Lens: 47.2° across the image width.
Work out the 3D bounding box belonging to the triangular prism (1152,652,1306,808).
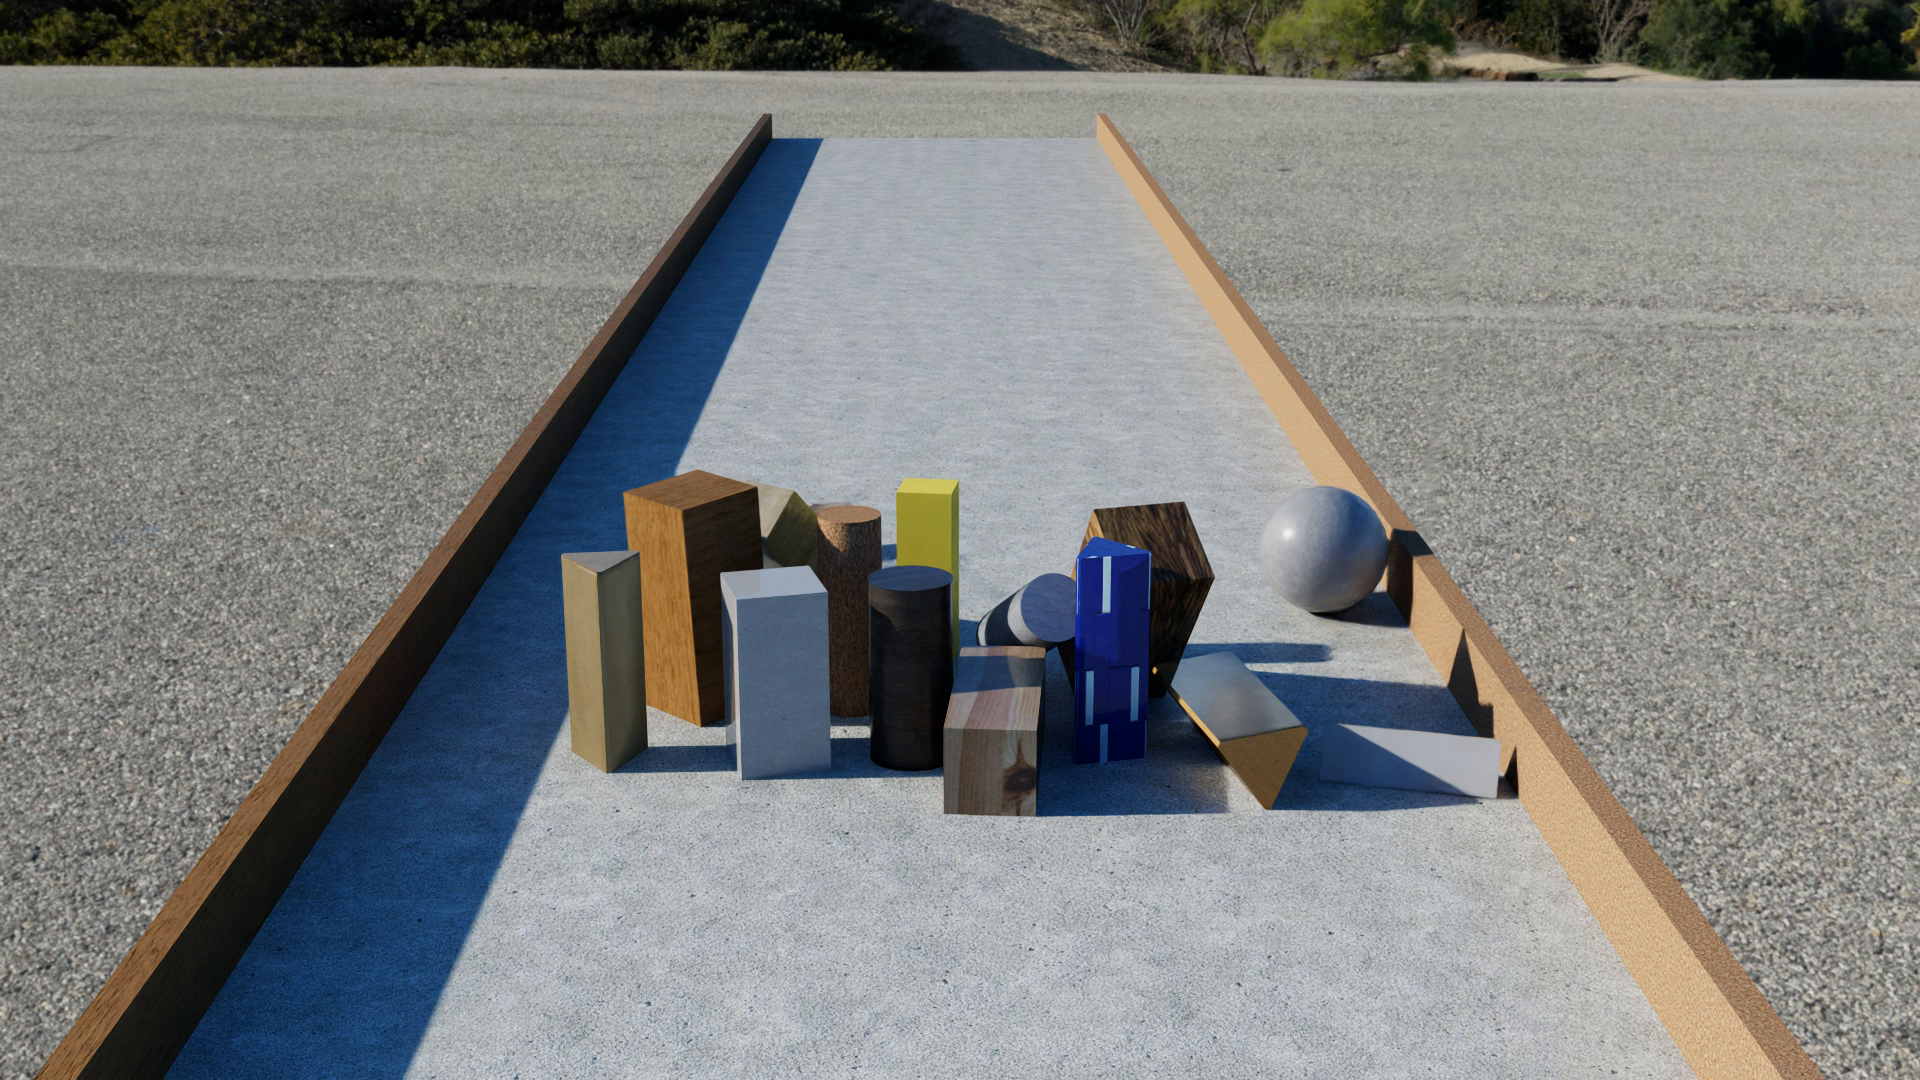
[{"bbox_3d":[0.487,0.301,3.855,0.135,0.156,0.388,-38,20,1],"label":"triangular prism"}]

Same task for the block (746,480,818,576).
[{"bbox_3d":[-0.322,0.042,4.463,0.129,0.371,0.129,13,66,37],"label":"block"}]

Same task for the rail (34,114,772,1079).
[{"bbox_3d":[-1.118,-0.838,7.780,0.050,0.150,12.000,0,17,-1],"label":"rail"}]

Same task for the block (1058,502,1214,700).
[{"bbox_3d":[0.318,0.122,4.103,0.178,0.371,0.178,-5,52,-17],"label":"block"}]

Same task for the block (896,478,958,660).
[{"bbox_3d":[-0.063,0.065,4.377,0.108,0.359,0.108,2,17,7],"label":"block"}]

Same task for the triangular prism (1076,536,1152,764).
[{"bbox_3d":[0.254,0.193,3.906,0.134,0.382,0.116,-4,17,-13],"label":"triangular prism"}]

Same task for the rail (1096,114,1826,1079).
[{"bbox_3d":[0.932,-0.844,7.801,0.050,0.150,12.000,0,17,-1],"label":"rail"}]

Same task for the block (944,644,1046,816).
[{"bbox_3d":[0.065,0.327,3.855,0.154,0.154,0.418,1,17,4],"label":"block"}]

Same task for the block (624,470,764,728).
[{"bbox_3d":[-0.487,0.106,4.111,0.176,0.422,0.176,-20,26,-41],"label":"block"}]

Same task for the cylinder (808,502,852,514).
[{"bbox_3d":[-0.460,-0.014,5.069,0.426,0.117,0.117,-4,17,-15],"label":"cylinder"}]

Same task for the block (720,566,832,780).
[{"bbox_3d":[-0.324,0.232,3.869,0.159,0.330,0.159,-5,17,-15],"label":"block"}]

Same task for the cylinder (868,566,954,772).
[{"bbox_3d":[-0.086,0.226,3.884,0.150,0.332,0.150,0,16,0],"label":"cylinder"}]

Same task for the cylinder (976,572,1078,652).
[{"bbox_3d":[0.133,0.158,4.175,0.127,0.127,0.411,-3,-9,-12],"label":"cylinder"}]

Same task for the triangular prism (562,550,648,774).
[{"bbox_3d":[-0.610,0.207,3.883,0.116,0.370,0.134,-13,21,-36],"label":"triangular prism"}]

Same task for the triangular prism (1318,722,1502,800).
[{"bbox_3d":[0.781,0.372,3.810,0.301,0.089,0.103,5,18,15],"label":"triangular prism"}]

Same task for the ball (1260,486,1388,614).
[{"bbox_3d":[0.775,0.021,4.681,0.270,0.270,0.270,0,17,0],"label":"ball"}]

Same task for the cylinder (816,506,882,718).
[{"bbox_3d":[-0.205,0.133,4.114,0.119,0.378,0.119,0,17,0],"label":"cylinder"}]
